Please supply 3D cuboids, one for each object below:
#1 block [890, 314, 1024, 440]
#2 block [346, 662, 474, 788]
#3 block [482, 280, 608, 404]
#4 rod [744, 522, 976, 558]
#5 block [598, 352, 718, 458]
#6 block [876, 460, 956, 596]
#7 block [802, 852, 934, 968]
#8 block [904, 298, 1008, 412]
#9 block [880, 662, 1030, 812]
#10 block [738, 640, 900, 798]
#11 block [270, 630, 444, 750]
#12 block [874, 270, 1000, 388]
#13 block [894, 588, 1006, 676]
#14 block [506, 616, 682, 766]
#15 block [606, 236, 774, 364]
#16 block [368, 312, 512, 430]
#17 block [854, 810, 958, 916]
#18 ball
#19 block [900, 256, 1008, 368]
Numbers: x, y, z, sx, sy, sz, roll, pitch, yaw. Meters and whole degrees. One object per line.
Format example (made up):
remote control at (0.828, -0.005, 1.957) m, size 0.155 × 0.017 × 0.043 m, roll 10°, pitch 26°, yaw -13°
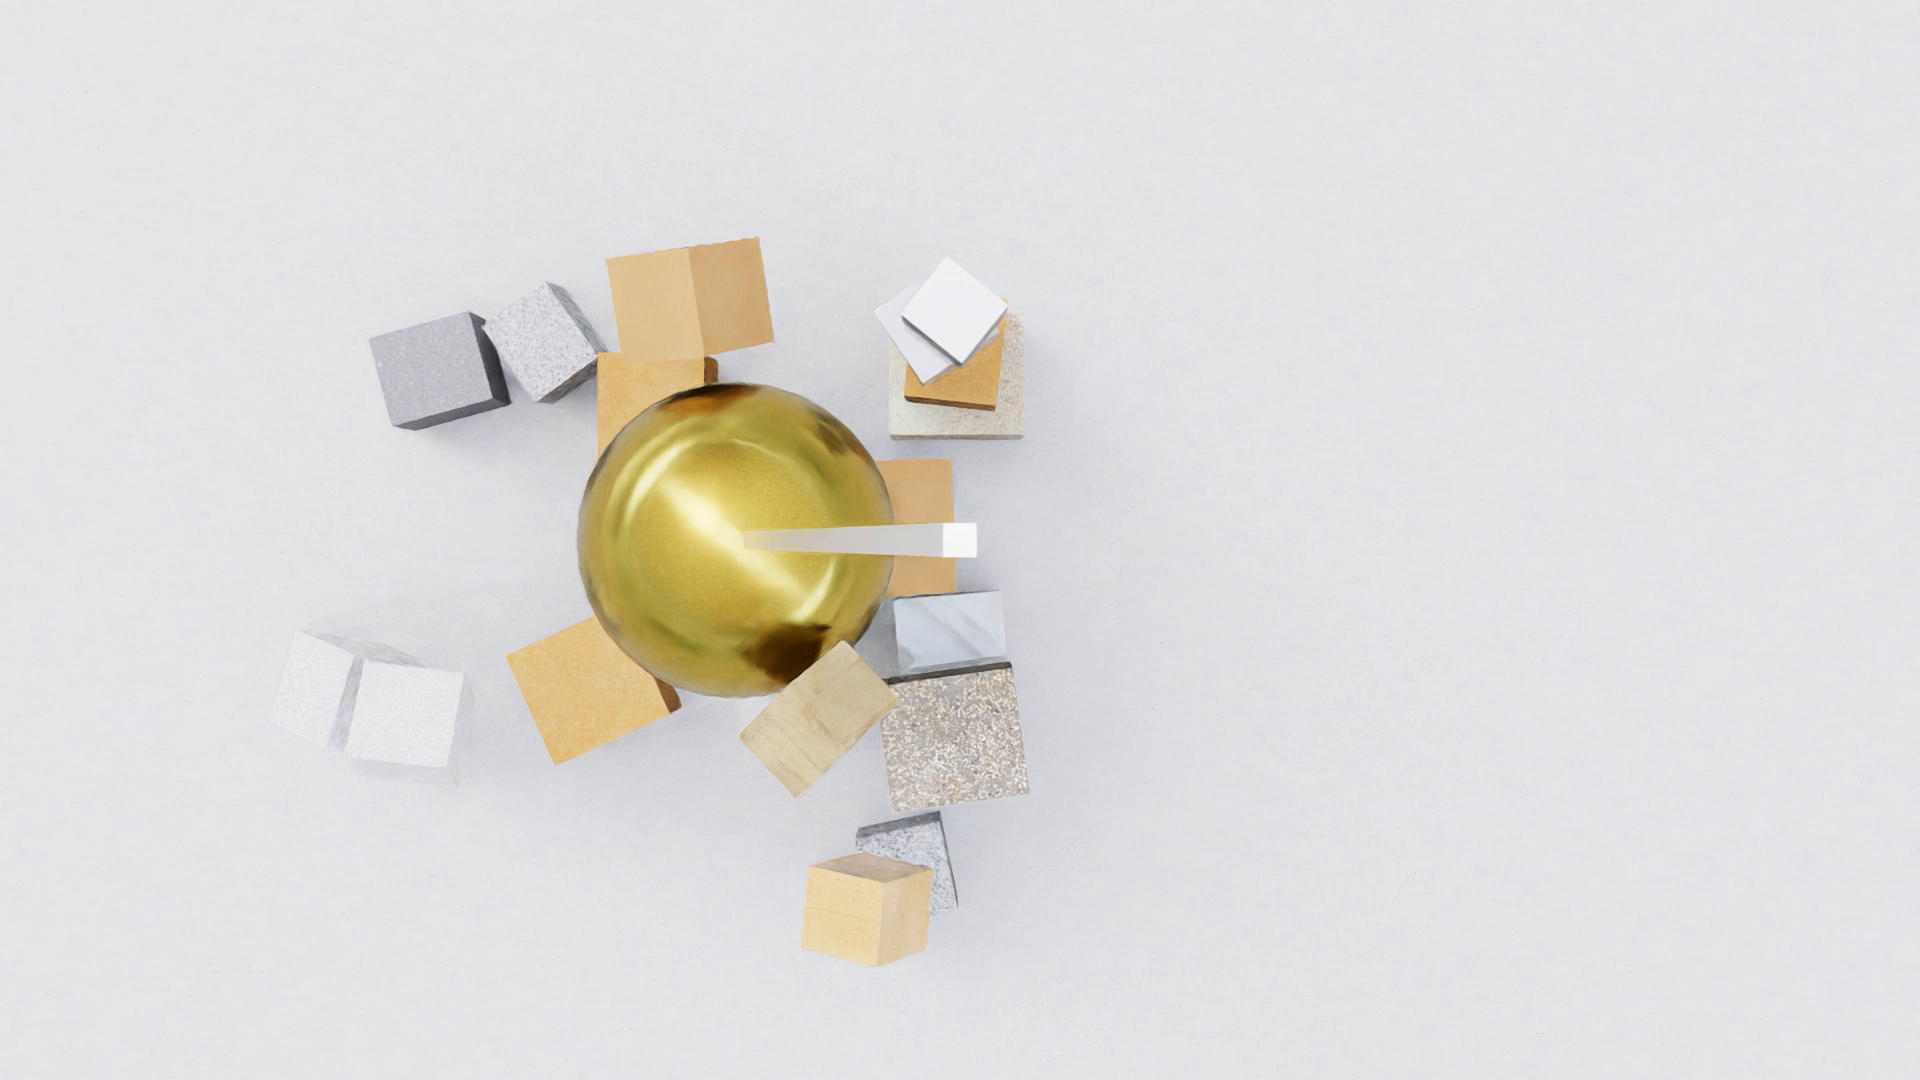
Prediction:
block at (-0.018, -0.931, 12.664) m, size 0.756 × 0.671 × 0.680 m, roll 0°, pitch 90°, yaw 0°
block at (-2.940, 0.993, 11.794) m, size 0.529 × 0.456 × 0.517 m, roll 7°, pitch 70°, yaw -2°
block at (-2.382, -1.141, 12.759) m, size 0.448 × 0.453 × 0.531 m, roll -35°, pitch 90°, yaw 4°
rod at (-0.486, 0.000, 7.727) m, size 0.080 × 5.200 × 0.080 m, roll 0°, pitch 90°, yaw -11°
block at (-1.738, -0.748, 12.698) m, size 0.605 × 0.597 × 0.614 m, roll 0°, pitch 90°, yaw 1°
block at (-0.521, -0.061, 12.509) m, size 0.660 × 0.726 × 0.754 m, roll -2°, pitch 90°, yaw -42°
block at (-0.507, 2.036, 12.158) m, size 0.485 × 0.544 × 0.462 m, roll 8°, pitch 95°, yaw 28°
block at (-0.022, -1.031, 12.046) m, size 0.499 × 0.565 × 0.573 m, roll 6°, pitch 90°, yaw 0°
block at (-0.039, 1.068, 12.049) m, size 0.742 × 0.640 × 0.679 m, roll -8°, pitch 90°, yaw 0°
block at (-0.672, 0.855, 10.537) m, size 0.404 × 0.505 × 0.466 m, roll 47°, pitch 128°, yaw 3°
block at (-3.448, 0.885, 12.576) m, size 0.546 × 0.646 × 0.541 m, roll 17°, pitch 91°, yaw 37°
block at (-0.119, -1.125, 11.533) m, size 0.474 × 0.462 × 0.449 m, roll -34°, pitch 90°, yaw 0°
block at (-0.050, 0.577, 12.697) m, size 0.608 × 0.606 × 0.530 m, roll -5°, pitch 90°, yaw 0°
block at (-2.102, 0.820, 12.706) m, size 0.711 × 0.588 × 0.682 m, roll -24°, pitch 90°, yaw 0°
block at (-1.365, -1.216, 11.178) m, size 0.537 × 0.572 × 0.539 m, roll -2°, pitch 100°, yaw 34°
block at (-3.002, -0.971, 12.729) m, size 0.591 × 0.541 × 0.514 m, roll -15°, pitch 90°, yaw 0°
block at (-0.305, 1.905, 12.750) m, size 0.491 × 0.499 × 0.521 m, roll -12°, pitch 90°, yaw 0°
ball at (-1.122, 0.000, 11.067) m, size 1.600 × 1.600 × 1.600 m, roll 0°, pitch 90°, yaw 0°
block at (-0.028, -1.140, 11.084) m, size 0.389 × 0.436 × 0.367 m, roll 39°, pitch 90°, yaw 0°
